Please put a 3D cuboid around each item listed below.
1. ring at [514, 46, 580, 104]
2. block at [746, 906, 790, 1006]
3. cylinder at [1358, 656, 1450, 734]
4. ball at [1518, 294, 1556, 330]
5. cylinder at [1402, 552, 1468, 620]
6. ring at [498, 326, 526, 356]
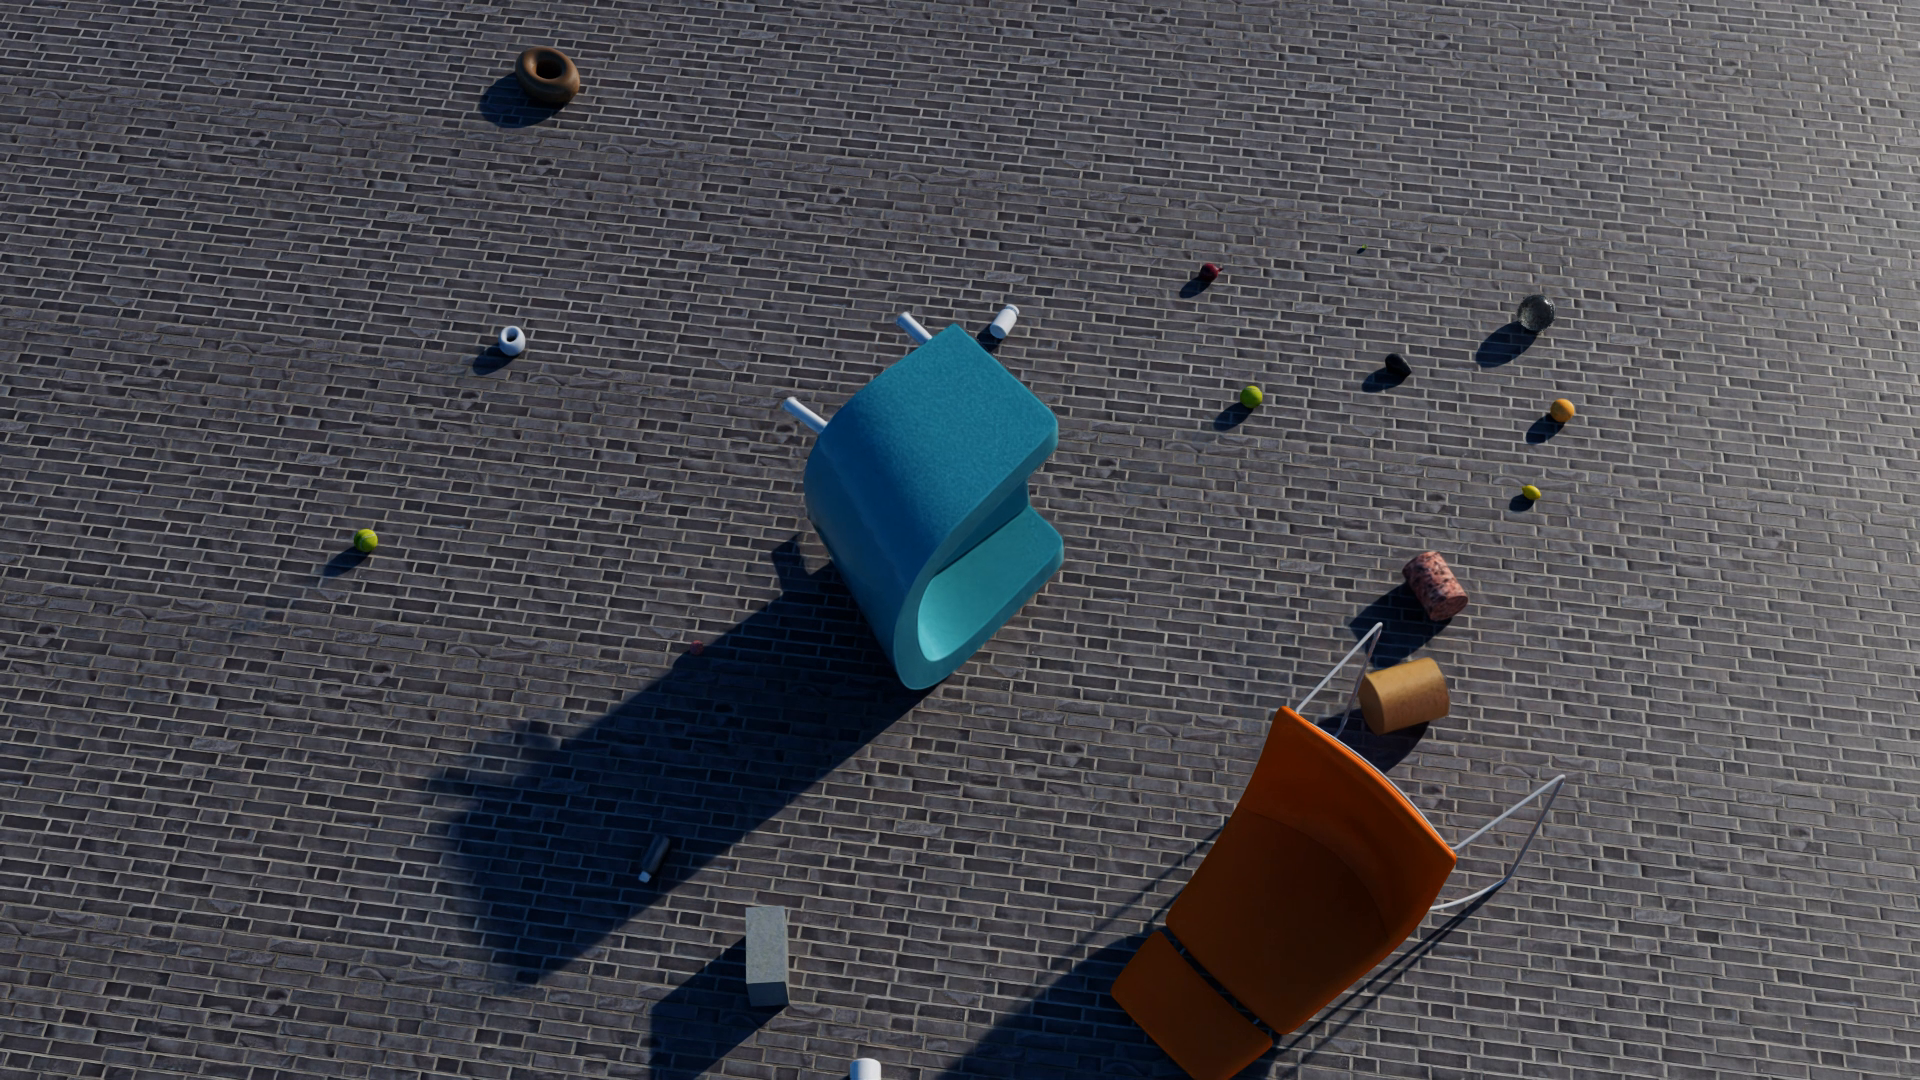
[{"bbox_3d":[-1.426,-1.607,7.599,0.198,0.089,0.265,-36,64,-23],"label":"ring"},{"bbox_3d":[-0.503,1.088,5.750,0.100,0.155,0.211,-3,56,-2],"label":"block"},{"bbox_3d":[1.244,0.437,6.177,0.198,0.172,0.173,-15,100,-10],"label":"cylinder"},{"bbox_3d":[1.833,-0.722,6.989,0.116,0.116,0.116,0,56,0],"label":"ball"},{"bbox_3d":[1.385,0.135,6.409,0.131,0.120,0.164,6,46,-42],"label":"cylinder"},{"bbox_3d":[-1.419,-0.630,6.963,0.083,0.057,0.101,-5,54,-1],"label":"ring"}]
